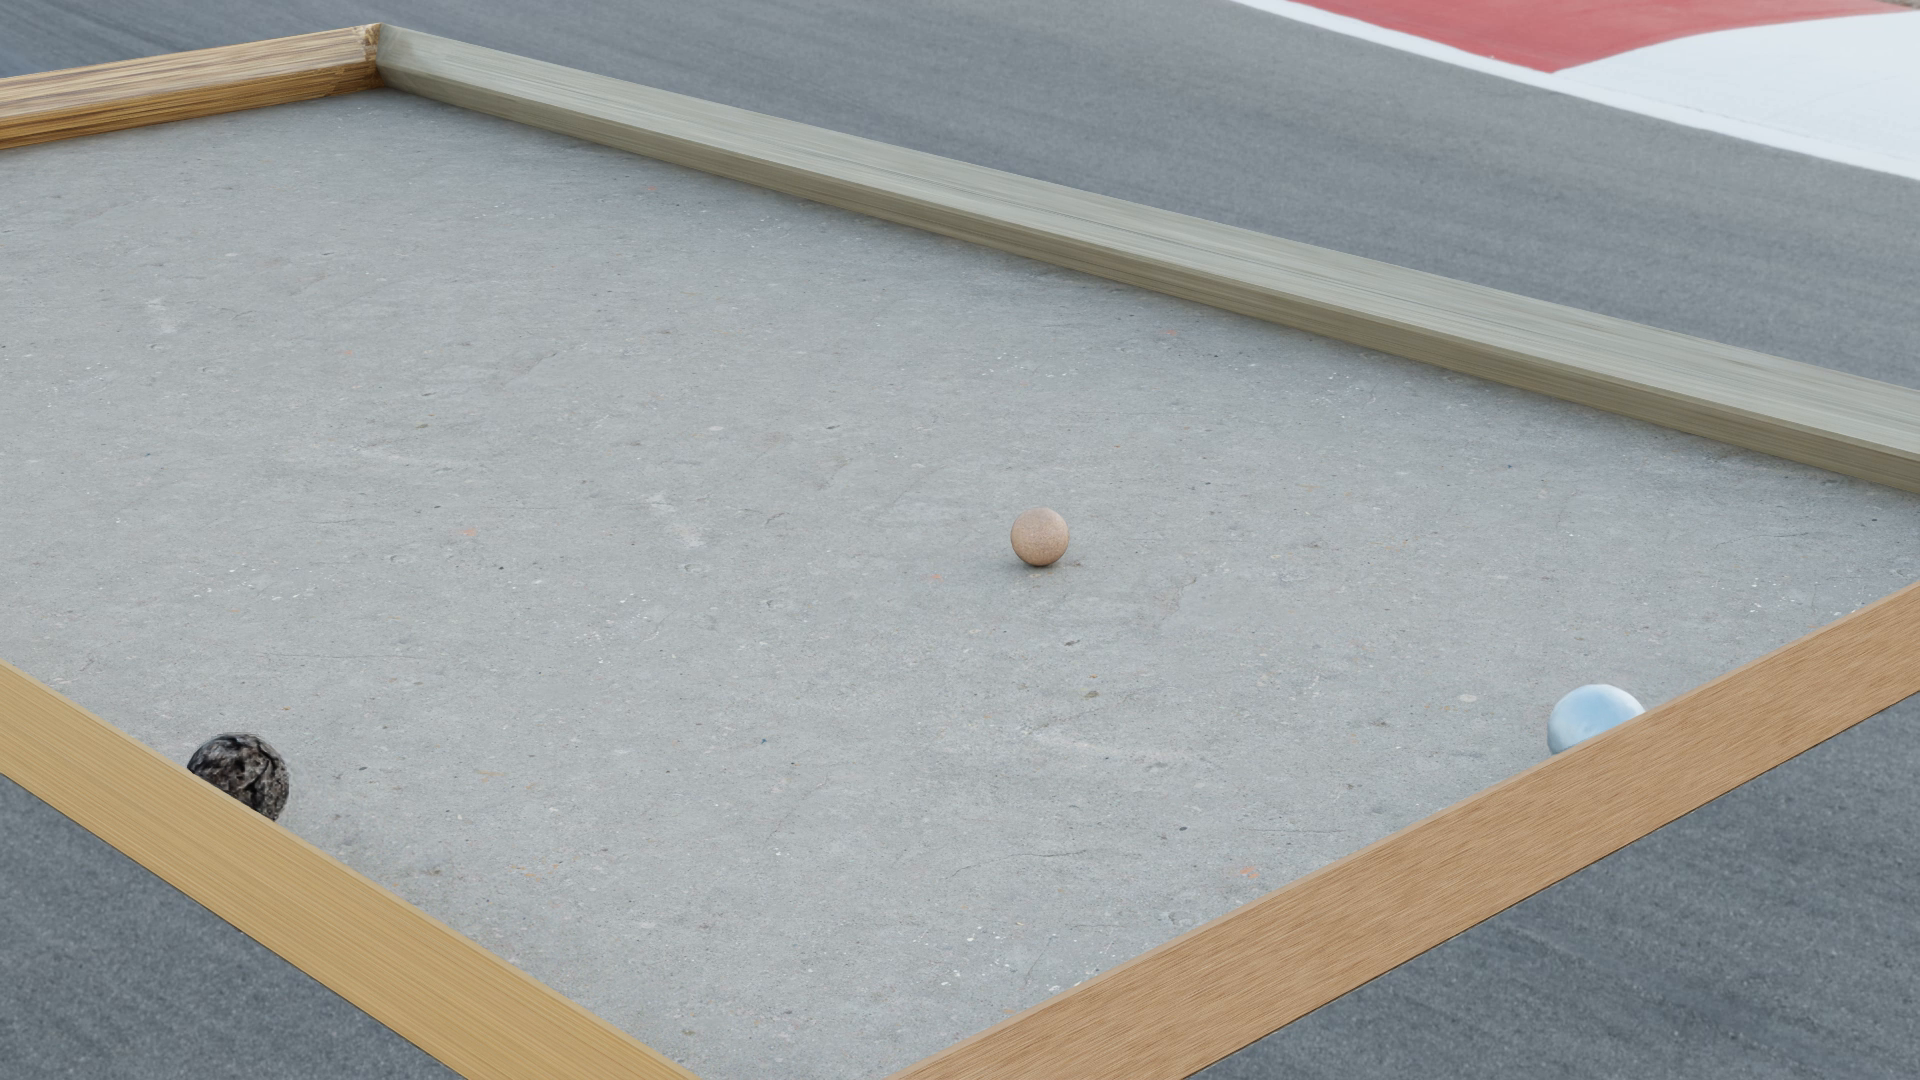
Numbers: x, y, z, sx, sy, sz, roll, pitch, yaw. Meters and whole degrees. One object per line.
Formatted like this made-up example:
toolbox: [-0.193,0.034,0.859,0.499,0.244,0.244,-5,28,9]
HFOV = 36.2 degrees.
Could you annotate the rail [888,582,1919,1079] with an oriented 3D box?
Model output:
rail: [0.506,0.168,2.223,1.712,0.104,0.045,-18,27,-40]

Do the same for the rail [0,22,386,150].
rail: [-1.550,-0.586,4.258,1.712,0.104,0.045,-18,27,-40]

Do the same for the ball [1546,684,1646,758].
ball: [0.499,0.153,2.301,0.080,0.080,0.080,0,20,0]

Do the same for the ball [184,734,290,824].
ball: [-0.545,0.185,2.215,0.078,0.078,0.078,0,20,0]

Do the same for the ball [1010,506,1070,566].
ball: [0.075,-0.003,2.757,0.056,0.056,0.056,0,20,0]

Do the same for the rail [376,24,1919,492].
rail: [0.082,-0.408,3.777,0.045,0.104,3.037,-18,27,-40]

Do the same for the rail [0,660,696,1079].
rail: [-1.126,-0.010,2.704,0.045,0.104,3.037,-18,27,-40]
